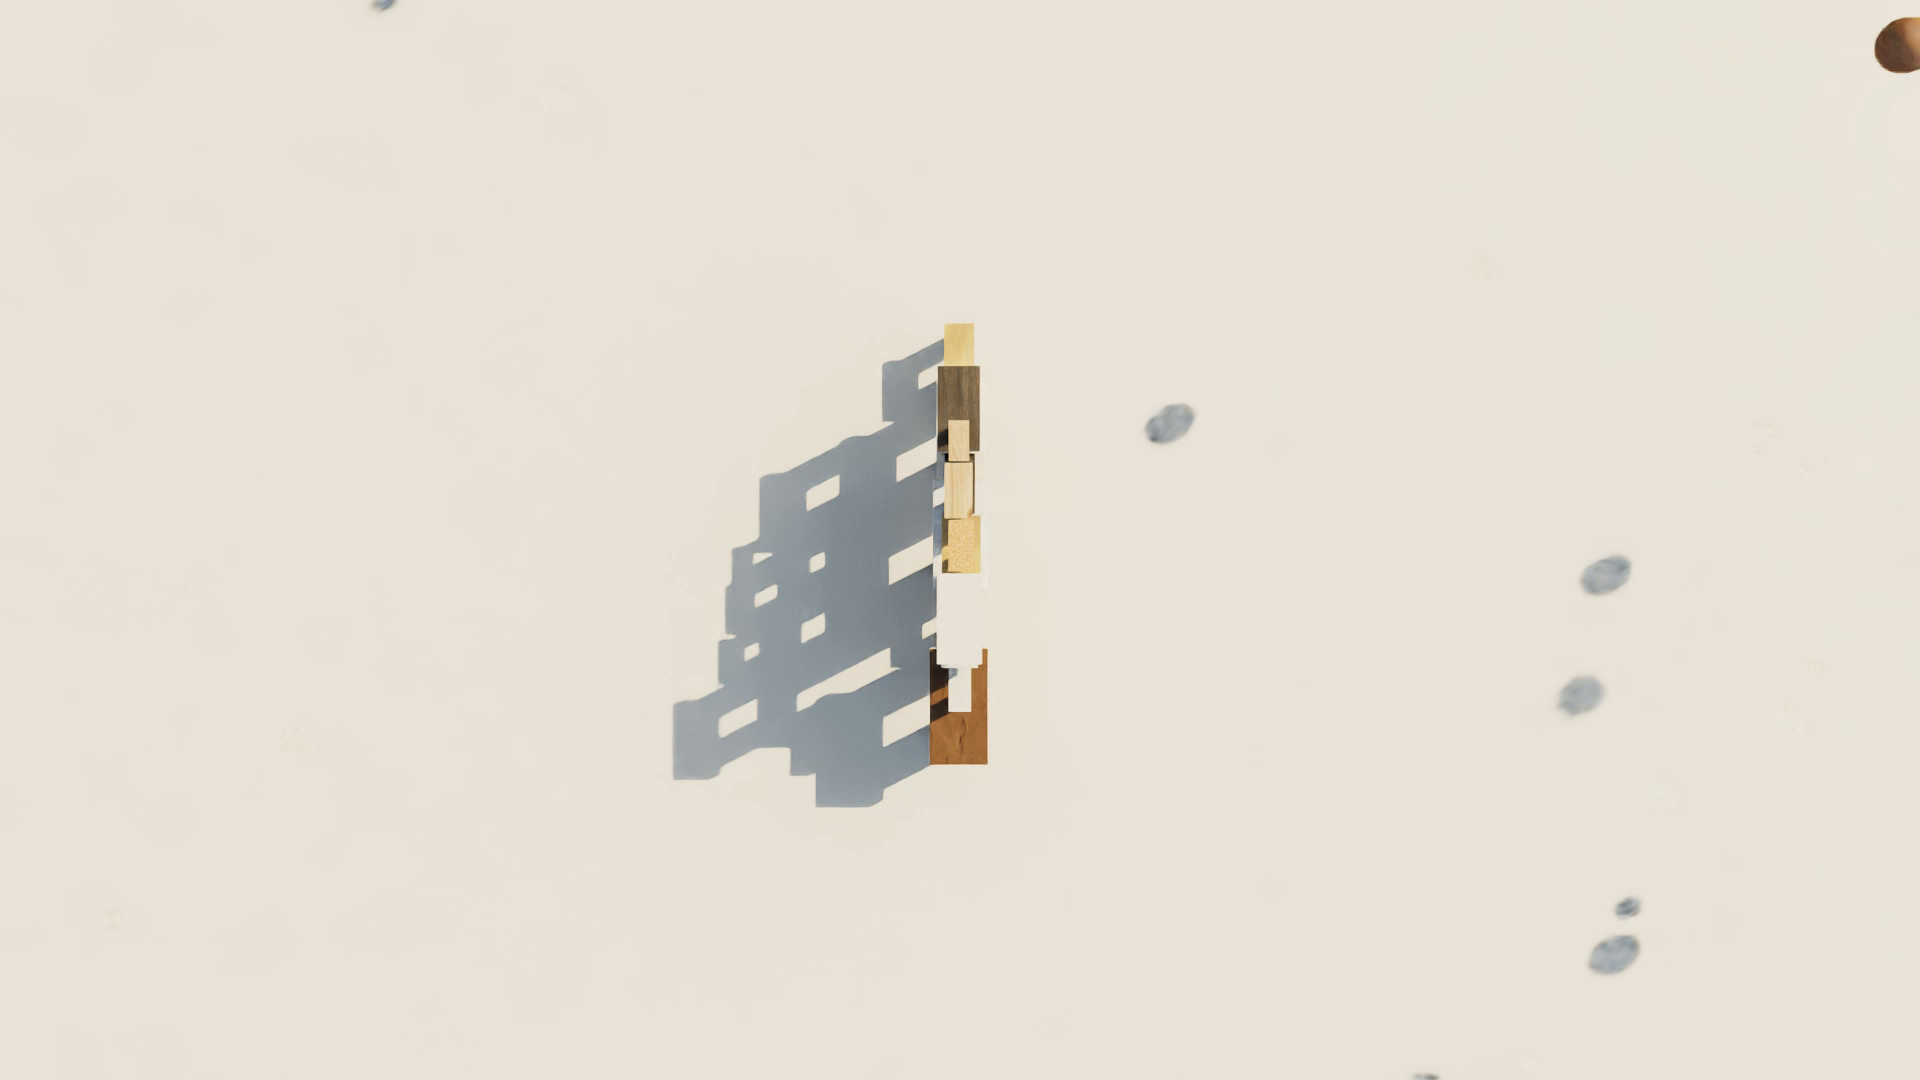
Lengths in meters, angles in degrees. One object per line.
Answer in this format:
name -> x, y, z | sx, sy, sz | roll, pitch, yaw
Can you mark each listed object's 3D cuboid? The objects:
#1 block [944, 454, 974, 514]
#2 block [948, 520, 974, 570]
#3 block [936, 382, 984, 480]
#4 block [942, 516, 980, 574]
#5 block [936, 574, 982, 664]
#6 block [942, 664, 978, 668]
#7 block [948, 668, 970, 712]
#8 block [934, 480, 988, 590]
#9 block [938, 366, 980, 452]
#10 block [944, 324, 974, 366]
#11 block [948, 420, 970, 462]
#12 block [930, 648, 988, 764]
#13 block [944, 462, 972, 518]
block -> -0.001, -0.168, 4.919 | 0.090, 0.026, 0.181 | 0, 90, 0
block -> 0.004, 0.016, 4.696 | 0.072, 0.021, 0.145 | 0, 90, 0
block -> 0.002, -0.343, 5.175 | 0.152, 0.043, 0.303 | 0, 90, 0
block -> 0.004, 0.042, 4.868 | 0.114, 0.032, 0.229 | 0, 90, 0
block -> -0.001, 0.218, 4.579 | 0.125, 0.035, 0.250 | 0, 90, 0
block -> -0.002, 0.269, 4.862 | 0.107, 0.030, 0.214 | 0, 90, 0
block -> 0.000, 0.447, 4.948 | 0.067, 0.019, 0.133 | 0, 90, 0
block -> 0.001, -0.017, 5.137 | 0.170, 0.048, 0.339 | 0, 90, 0
block -> -0.004, -0.388, 4.885 | 0.126, 0.036, 0.251 | 0, 90, 0
block -> -0.003, -0.597, 5.293 | 0.097, 0.027, 0.193 | 0, 90, 0
block -> -0.003, -0.285, 4.742 | 0.059, 0.017, 0.117 | 0, 90, 0
block -> -0.004, 0.514, 5.116 | 0.179, 0.051, 0.358 | 0, 90, 0
block -> -0.005, -0.142, 4.736 | 0.080, 0.023, 0.159 | 0, 90, 0
